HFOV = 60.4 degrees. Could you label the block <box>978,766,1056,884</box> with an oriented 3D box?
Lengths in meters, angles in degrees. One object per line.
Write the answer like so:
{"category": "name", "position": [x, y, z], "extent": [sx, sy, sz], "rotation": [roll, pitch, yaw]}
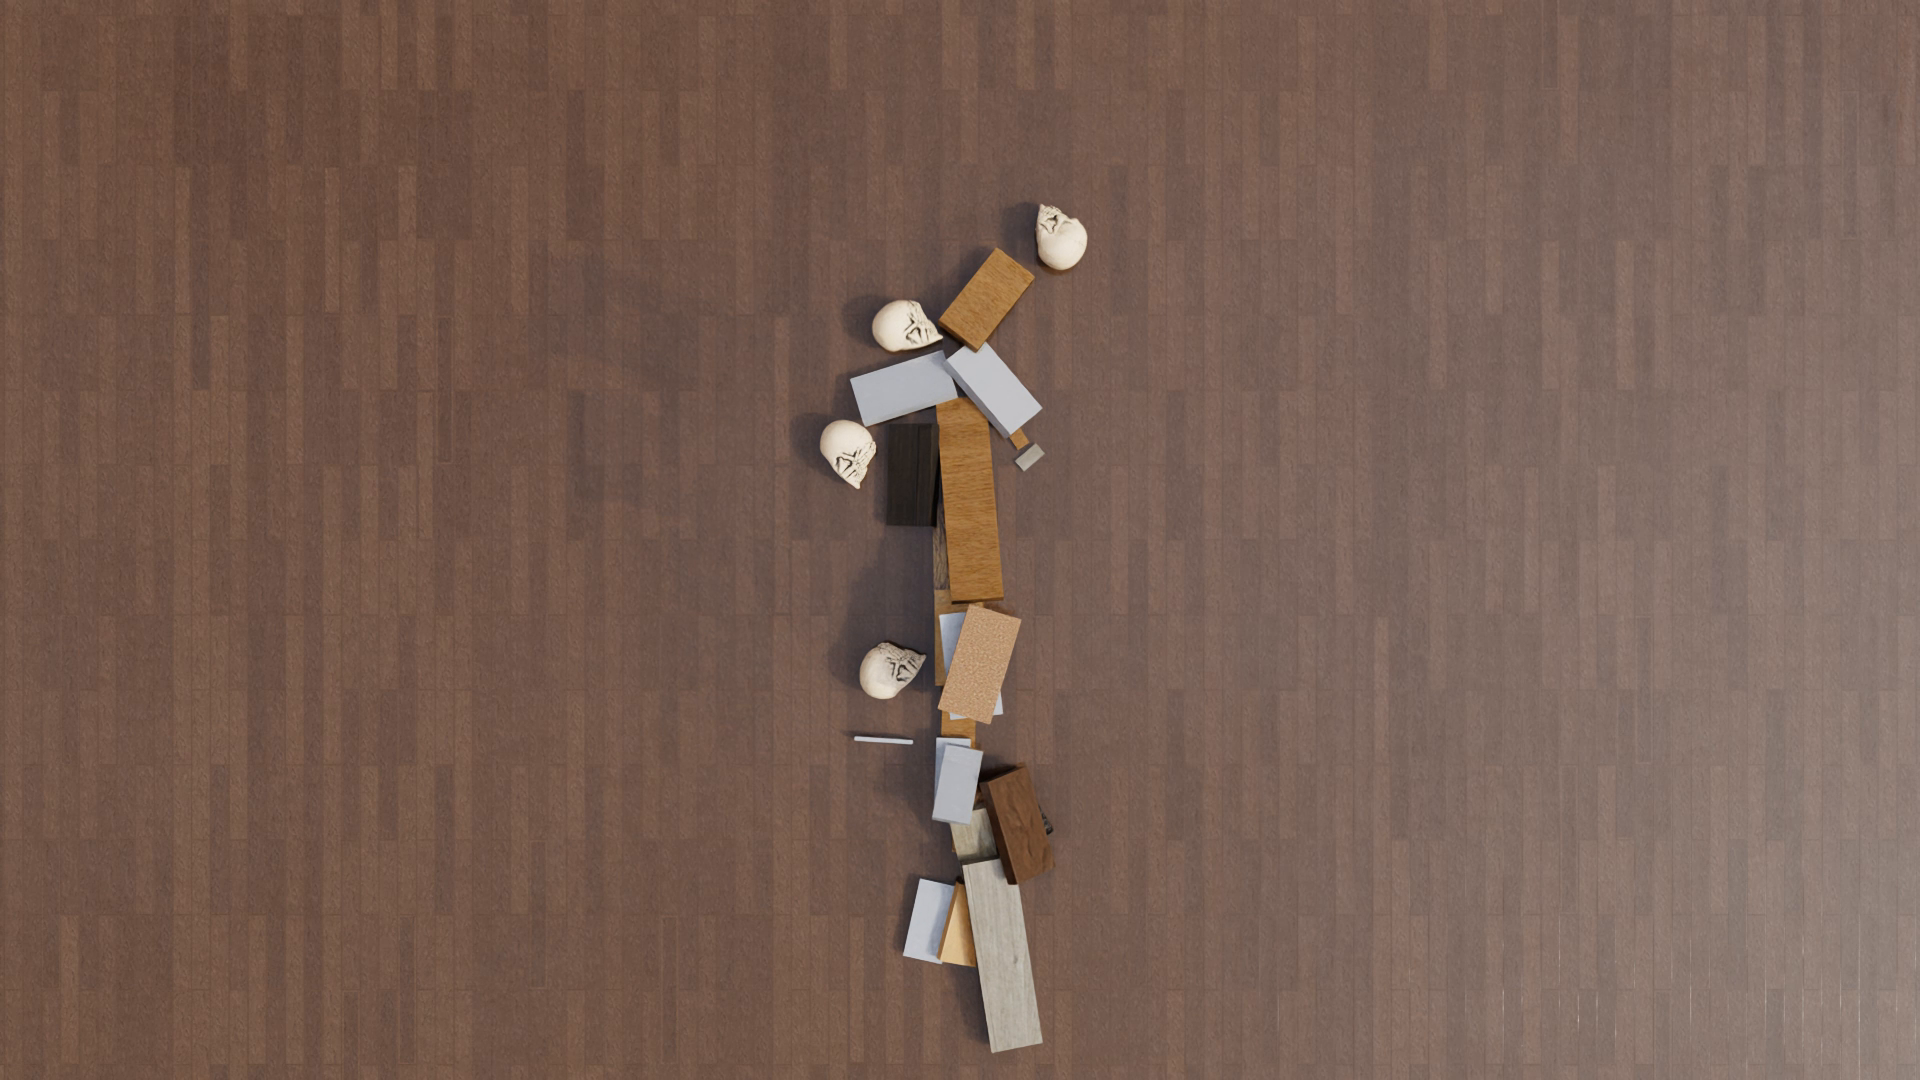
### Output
{"category": "block", "position": [0.189, 0.932, 5.393], "extent": [0.172, 0.049, 0.345], "rotation": [-16, 90, -38]}

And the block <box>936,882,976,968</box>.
{"category": "block", "position": [0.021, 1.272, 5.460], "extent": [0.131, 0.037, 0.261], "rotation": [15, 89, -18]}

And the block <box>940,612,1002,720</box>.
{"category": "block", "position": [0.035, 0.396, 5.266], "extent": [0.167, 0.047, 0.335], "rotation": [-6, 88, -1]}

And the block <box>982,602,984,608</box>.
{"category": "block", "position": [0.001, 0.235, 5.428], "extent": [0.154, 0.044, 0.309], "rotation": [0, 77, 0]}

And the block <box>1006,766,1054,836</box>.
{"category": "block", "position": [0.195, 0.890, 5.483], "extent": [0.123, 0.035, 0.247], "rotation": [-31, 90, 0]}

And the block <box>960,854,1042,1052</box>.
{"category": "block", "position": [0.137, 1.360, 5.437], "extent": [0.172, 0.049, 0.639], "rotation": [-9, 95, -7]}

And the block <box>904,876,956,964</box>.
{"category": "block", "position": [-0.096, 1.263, 5.482], "extent": [0.131, 0.037, 0.261], "rotation": [12, 90, 0]}

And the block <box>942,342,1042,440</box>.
{"category": "block", "position": [0.107, -0.506, 5.442], "extent": [0.161, 0.046, 0.322], "rotation": [-40, 90, -28]}

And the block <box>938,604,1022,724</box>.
{"category": "block", "position": [0.062, 0.391, 5.218], "extent": [0.172, 0.049, 0.345], "rotation": [17, 88, 0]}

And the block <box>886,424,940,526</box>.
{"category": "block", "position": [-0.156, -0.214, 5.436], "extent": [0.167, 0.047, 0.335], "rotation": [2, 90, 31]}

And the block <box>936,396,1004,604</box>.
{"category": "block", "position": [0.030, -0.135, 5.386], "extent": [0.167, 0.047, 0.687], "rotation": [-5, 75, 0]}

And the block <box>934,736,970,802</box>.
{"category": "block", "position": [-0.025, 0.766, 5.452], "extent": [0.113, 0.032, 0.225], "rotation": [2, 90, 0]}

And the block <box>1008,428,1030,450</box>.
{"category": "block", "position": [0.187, -0.350, 5.493], "extent": [0.046, 0.013, 0.092], "rotation": [-34, 90, 0]}

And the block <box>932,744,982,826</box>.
{"category": "block", "position": [-0.008, 0.798, 5.368], "extent": [0.123, 0.035, 0.247], "rotation": [11, 66, 1]}

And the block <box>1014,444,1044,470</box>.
{"category": "block", "position": [0.233, -0.275, 5.493], "extent": [0.092, 0.013, 0.046], "rotation": [-40, 90, 0]}

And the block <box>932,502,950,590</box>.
{"category": "block", "position": [-0.011, 0.032, 5.431], "extent": [0.154, 0.044, 0.309], "rotation": [-1, 77, -1]}

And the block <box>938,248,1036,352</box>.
{"category": "block", "position": [0.087, -0.791, 5.441], "extent": [0.161, 0.046, 0.322], "rotation": [37, 77, 0]}

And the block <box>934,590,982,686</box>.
{"category": "block", "position": [-0.004, 0.315, 5.349], "extent": [0.154, 0.044, 0.309], "rotation": [0, 88, -1]}

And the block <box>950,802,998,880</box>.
{"category": "block", "position": [0.048, 0.994, 5.431], "extent": [0.131, 0.037, 0.261], "rotation": [-12, 113, 0]}

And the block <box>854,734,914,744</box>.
{"category": "block", "position": [-0.253, 0.663, 5.477], "extent": [0.192, 0.046, 0.013], "rotation": [4, 90, 0]}

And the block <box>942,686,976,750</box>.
{"category": "block", "position": [-0.007, 0.682, 5.484], "extent": [0.113, 0.032, 0.443], "rotation": [2, 90, 0]}

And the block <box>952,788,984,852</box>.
{"category": "block", "position": [0.028, 0.922, 5.436], "extent": [0.112, 0.032, 0.225], "rotation": [-2, 113, -4]}

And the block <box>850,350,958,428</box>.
{"category": "block", "position": [-0.185, -0.501, 5.453], "extent": [0.322, 0.046, 0.161], "rotation": [-17, 71, 0]}
